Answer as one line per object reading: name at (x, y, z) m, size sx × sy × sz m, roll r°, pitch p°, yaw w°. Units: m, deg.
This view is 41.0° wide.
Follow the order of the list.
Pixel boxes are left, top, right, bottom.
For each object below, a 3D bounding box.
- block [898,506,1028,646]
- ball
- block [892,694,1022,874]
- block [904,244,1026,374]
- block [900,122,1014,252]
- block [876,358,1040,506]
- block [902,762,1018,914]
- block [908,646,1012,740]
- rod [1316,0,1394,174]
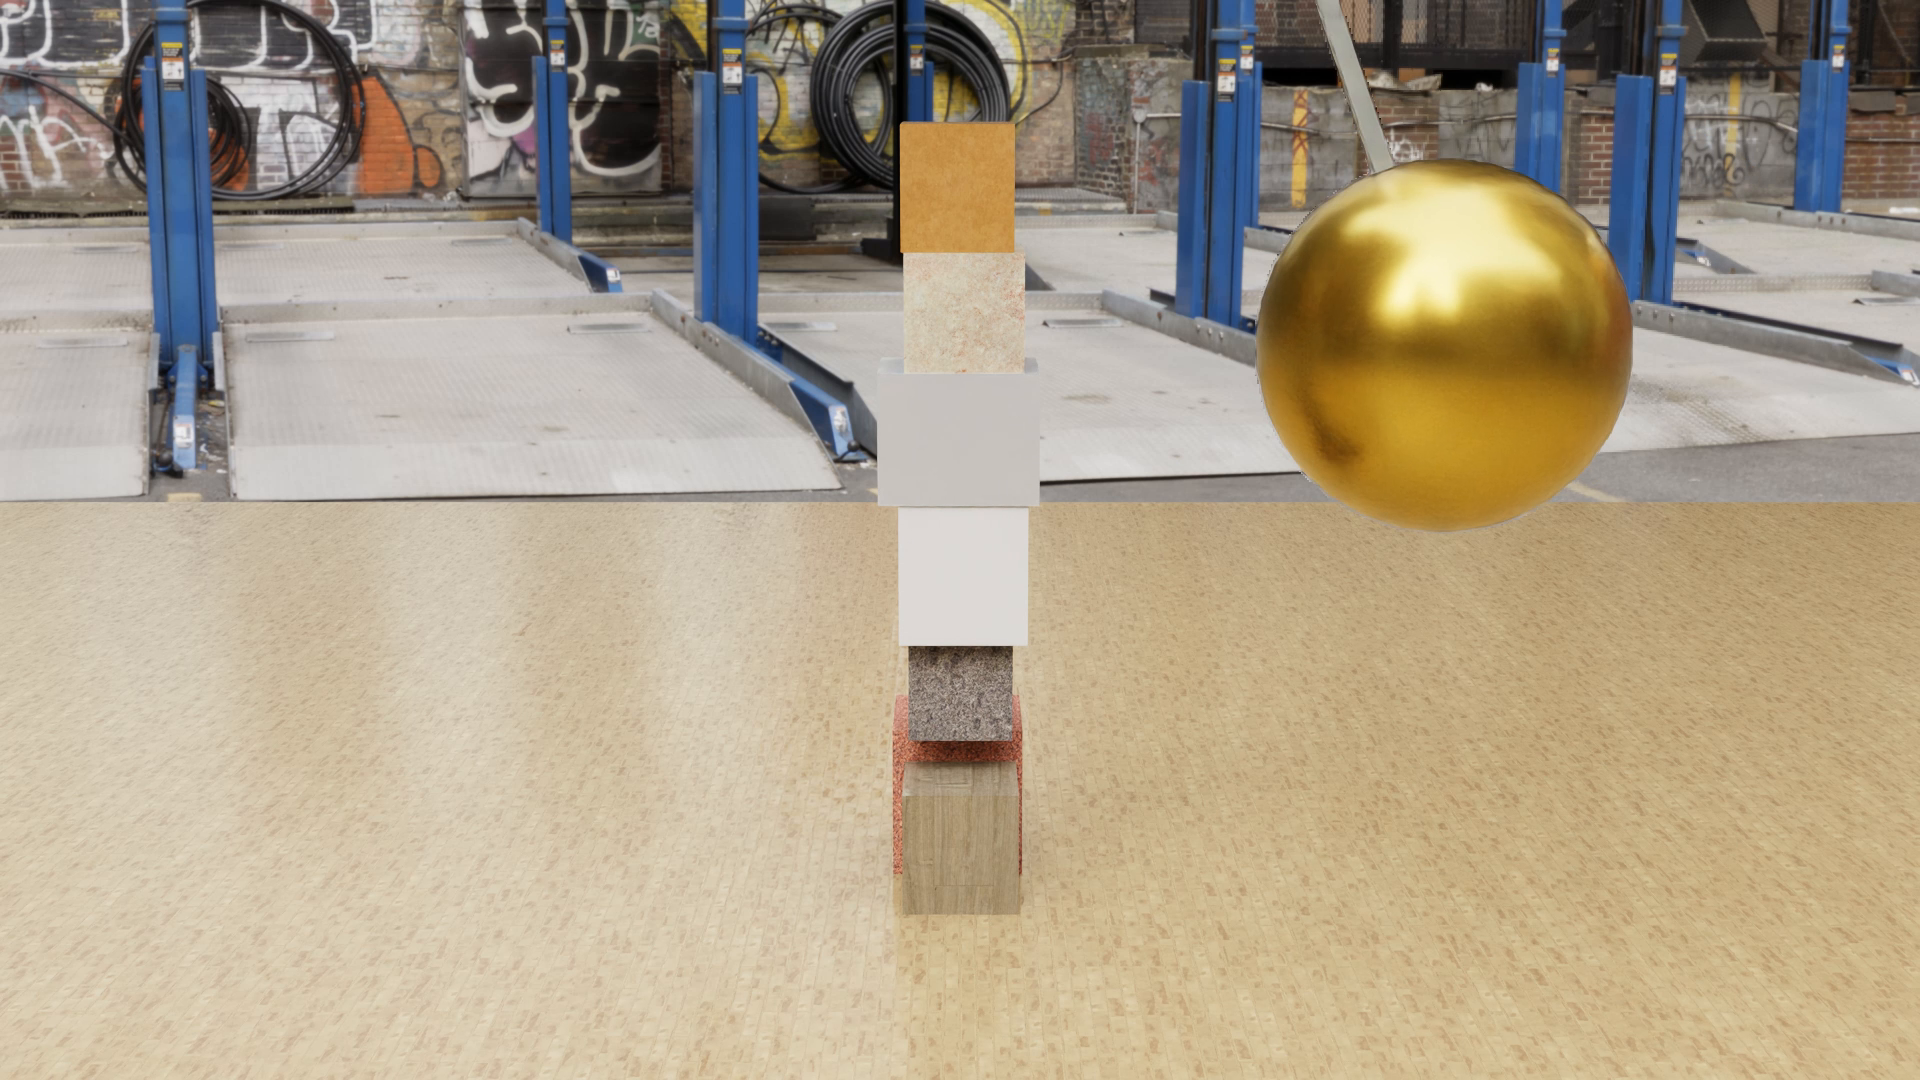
block at (0.014, 0.098, 11.198) m, size 0.550 × 0.606 × 0.616 m, roll 0°, pitch 10°, yaw 0°
ball at (2.074, -0.833, 11.029) m, size 1.600 × 1.600 × 1.600 m, roll 0°, pitch 10°, yaw 0°
block at (-0.011, 1.102, 11.664) m, size 0.572 × 0.658 × 0.658 m, roll 0°, pitch 10°, yaw 0°
block at (0.018, -0.999, 10.999) m, size 0.506 × 0.502 × 0.590 m, roll 0°, pitch 10°, yaw 0°
block at (-0.011, -1.506, 10.907) m, size 0.474 × 0.529 × 0.549 m, roll 0°, pitch 10°, yaw 0°
block at (-0.006, -0.476, 11.094) m, size 0.682 × 0.561 × 0.640 m, roll 0°, pitch 10°, yaw 0°
block at (0.002, 1.280, 11.073) m, size 0.489 × 0.521 × 0.547 m, roll 0°, pitch 10°, yaw 0°
block at (0.002, 0.612, 11.292) m, size 0.450 × 0.440 × 0.457 m, roll 0°, pitch 10°, yaw 0°
rod at (0.899, -3.972, 10.458) m, size 0.080 × 5.200 × 0.080 m, roll -20°, pitch 10°, yaw 4°
